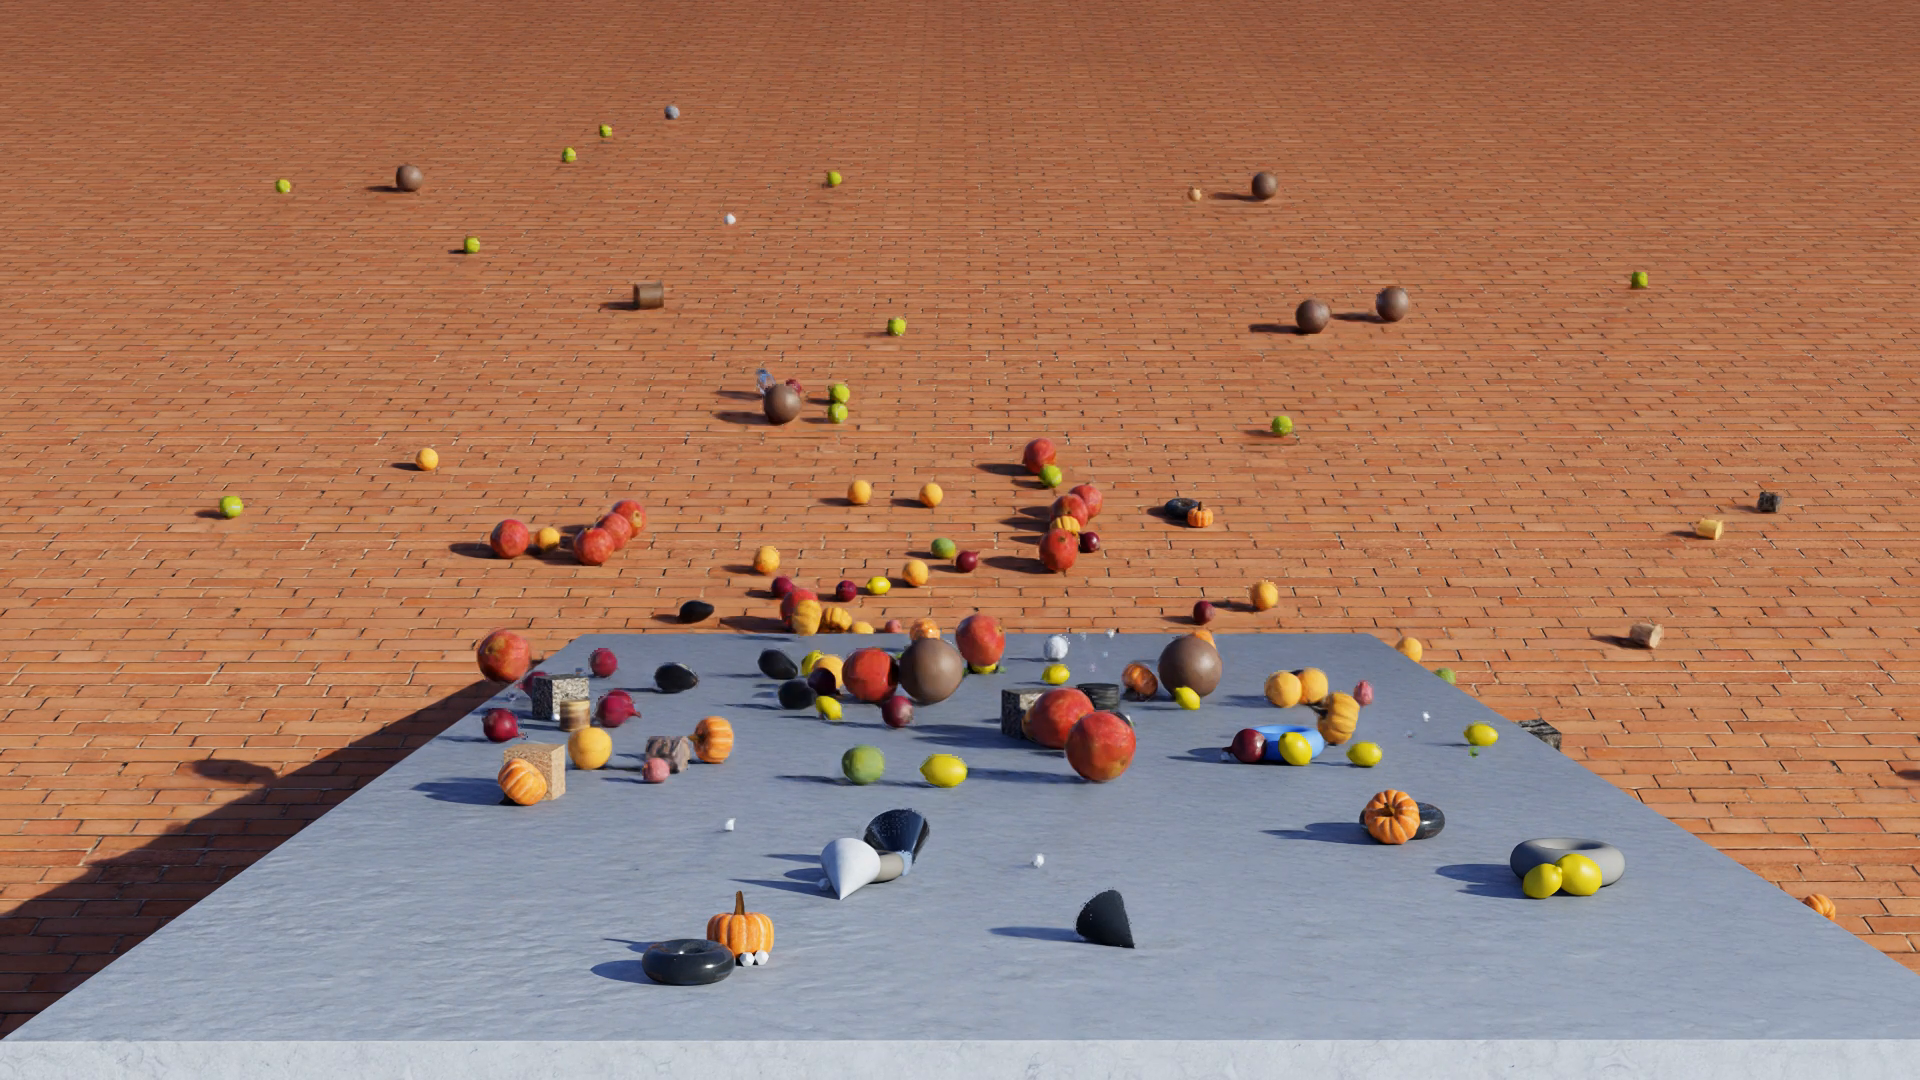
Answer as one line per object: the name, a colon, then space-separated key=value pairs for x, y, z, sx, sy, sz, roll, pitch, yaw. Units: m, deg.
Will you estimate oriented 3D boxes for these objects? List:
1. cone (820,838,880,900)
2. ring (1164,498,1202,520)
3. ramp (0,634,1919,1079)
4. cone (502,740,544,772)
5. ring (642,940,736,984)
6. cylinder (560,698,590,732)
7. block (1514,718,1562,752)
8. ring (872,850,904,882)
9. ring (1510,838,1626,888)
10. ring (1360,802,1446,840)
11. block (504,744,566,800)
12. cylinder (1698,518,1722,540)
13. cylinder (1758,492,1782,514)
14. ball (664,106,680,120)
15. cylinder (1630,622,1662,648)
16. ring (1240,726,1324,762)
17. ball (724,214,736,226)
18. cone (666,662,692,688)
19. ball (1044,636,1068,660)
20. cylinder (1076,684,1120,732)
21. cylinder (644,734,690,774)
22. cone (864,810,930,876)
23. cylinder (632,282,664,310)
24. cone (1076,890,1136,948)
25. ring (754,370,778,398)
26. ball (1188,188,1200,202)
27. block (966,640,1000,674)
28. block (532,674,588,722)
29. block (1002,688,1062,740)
cone: x=-0.145 y=0.432 z=3.247 sx=0.078 sy=0.078 sz=0.078 roll=3 pitch=31 yaw=7
ring: x=0.669 y=-0.093 z=7.684 sx=0.116 sy=0.039 sz=0.116 roll=1 pitch=21 yaw=0
ramp: x=0.046 y=0.416 z=4.535 sx=2.000 sy=0.100 sz=4.000 roll=0 pitch=4 yaw=0
cone: x=-0.677 y=0.377 z=4.082 sx=0.083 sy=0.083 sz=0.083 roll=-8 pitch=33 yaw=-22
ring: x=-0.296 y=0.461 z=2.805 sx=0.102 sy=0.034 sz=0.102 roll=1 pitch=5 yaw=0
cylinder: x=-0.713 y=0.325 z=4.753 sx=0.055 sy=0.055 sz=0.055 roll=0 pitch=4 yaw=0
block: x=1.337 y=0.482 z=5.993 sx=0.092 sy=0.092 sz=0.092 roll=-7 pitch=21 yaw=-18
ring: x=-0.123 y=0.426 z=3.349 sx=0.101 sy=0.034 sz=0.101 roll=-2 pitch=0 yaw=0
ring: x=0.789 y=0.419 z=3.335 sx=0.146 sy=0.049 sz=0.146 roll=0 pitch=3 yaw=0
ring: x=0.633 y=0.401 z=3.674 sx=0.122 sy=0.041 sz=0.122 roll=-1 pitch=5 yaw=0
block: x=-0.664 y=0.362 z=4.010 sx=0.076 sy=0.076 sz=0.076 roll=0 pitch=4 yaw=7
cylinder: x=2.189 y=-0.032 z=7.492 sx=0.052 sy=0.052 sz=0.052 roll=13 pitch=23 yaw=32
cylinder: x=2.432 y=-0.111 z=7.709 sx=0.054 sy=0.054 sz=0.054 roll=25 pitch=30 yaw=32
ball: x=-1.546 y=-2.293 z=13.786 sx=0.076 sy=0.076 sz=0.076 roll=0 pitch=20 yaw=0
cylinder: x=1.788 y=0.247 z=6.698 sx=0.059 sy=0.059 sz=0.059 roll=17 pitch=26 yaw=39
ring: x=0.553 y=0.350 z=4.414 sx=0.145 sy=0.048 sz=0.145 roll=-1 pitch=4 yaw=0
ball: x=-1.021 y=-1.419 z=11.375 sx=0.051 sy=0.051 sz=0.051 roll=0 pitch=20 yaw=0
cone: x=-0.593 y=0.297 z=5.422 sx=0.054 sy=0.054 sz=0.054 roll=-2 pitch=31 yaw=-6
ball: x=0.219 y=0.249 z=5.900 sx=0.057 sy=0.057 sz=0.057 roll=0 pitch=20 yaw=0
cylinder: x=0.256 y=0.310 z=4.773 sx=0.080 sy=0.080 sz=0.080 roll=0 pitch=4 yaw=0
cylinder: x=-0.486 y=0.356 z=4.258 sx=0.056 sy=0.056 sz=0.056 roll=20 pitch=25 yaw=17
cone: x=-0.078 y=0.419 z=3.406 sx=0.088 sy=0.088 sz=0.088 roll=-3 pitch=31 yaw=-8
cylinder: x=-1.212 y=-0.950 z=9.990 sx=0.099 sy=0.099 sz=0.099 roll=-8 pitch=21 yaw=-21
cone: x=0.181 y=0.452 z=2.965 sx=0.067 sy=0.067 sz=0.067 roll=-18 pitch=51 yaw=-40
ring: x=-0.665 y=-0.538 z=8.829 sx=0.037 sy=0.111 sz=0.111 roll=-34 pitch=33 yaw=-22
ball: x=1.081 y=-1.591 z=11.843 sx=0.060 sy=0.060 sz=0.060 roll=0 pitch=20 yaw=0
block: x=0.053 y=0.257 z=5.694 sx=0.068 sy=0.068 sz=0.068 roll=0 pitch=4 yaw=7
block: x=-0.766 y=0.302 z=4.926 sx=0.079 sy=0.079 sz=0.079 roll=-3 pitch=5 yaw=-38
block: x=0.130 y=0.316 z=4.674 sx=0.082 sy=0.082 sz=0.082 roll=-2 pitch=4 yaw=-23
